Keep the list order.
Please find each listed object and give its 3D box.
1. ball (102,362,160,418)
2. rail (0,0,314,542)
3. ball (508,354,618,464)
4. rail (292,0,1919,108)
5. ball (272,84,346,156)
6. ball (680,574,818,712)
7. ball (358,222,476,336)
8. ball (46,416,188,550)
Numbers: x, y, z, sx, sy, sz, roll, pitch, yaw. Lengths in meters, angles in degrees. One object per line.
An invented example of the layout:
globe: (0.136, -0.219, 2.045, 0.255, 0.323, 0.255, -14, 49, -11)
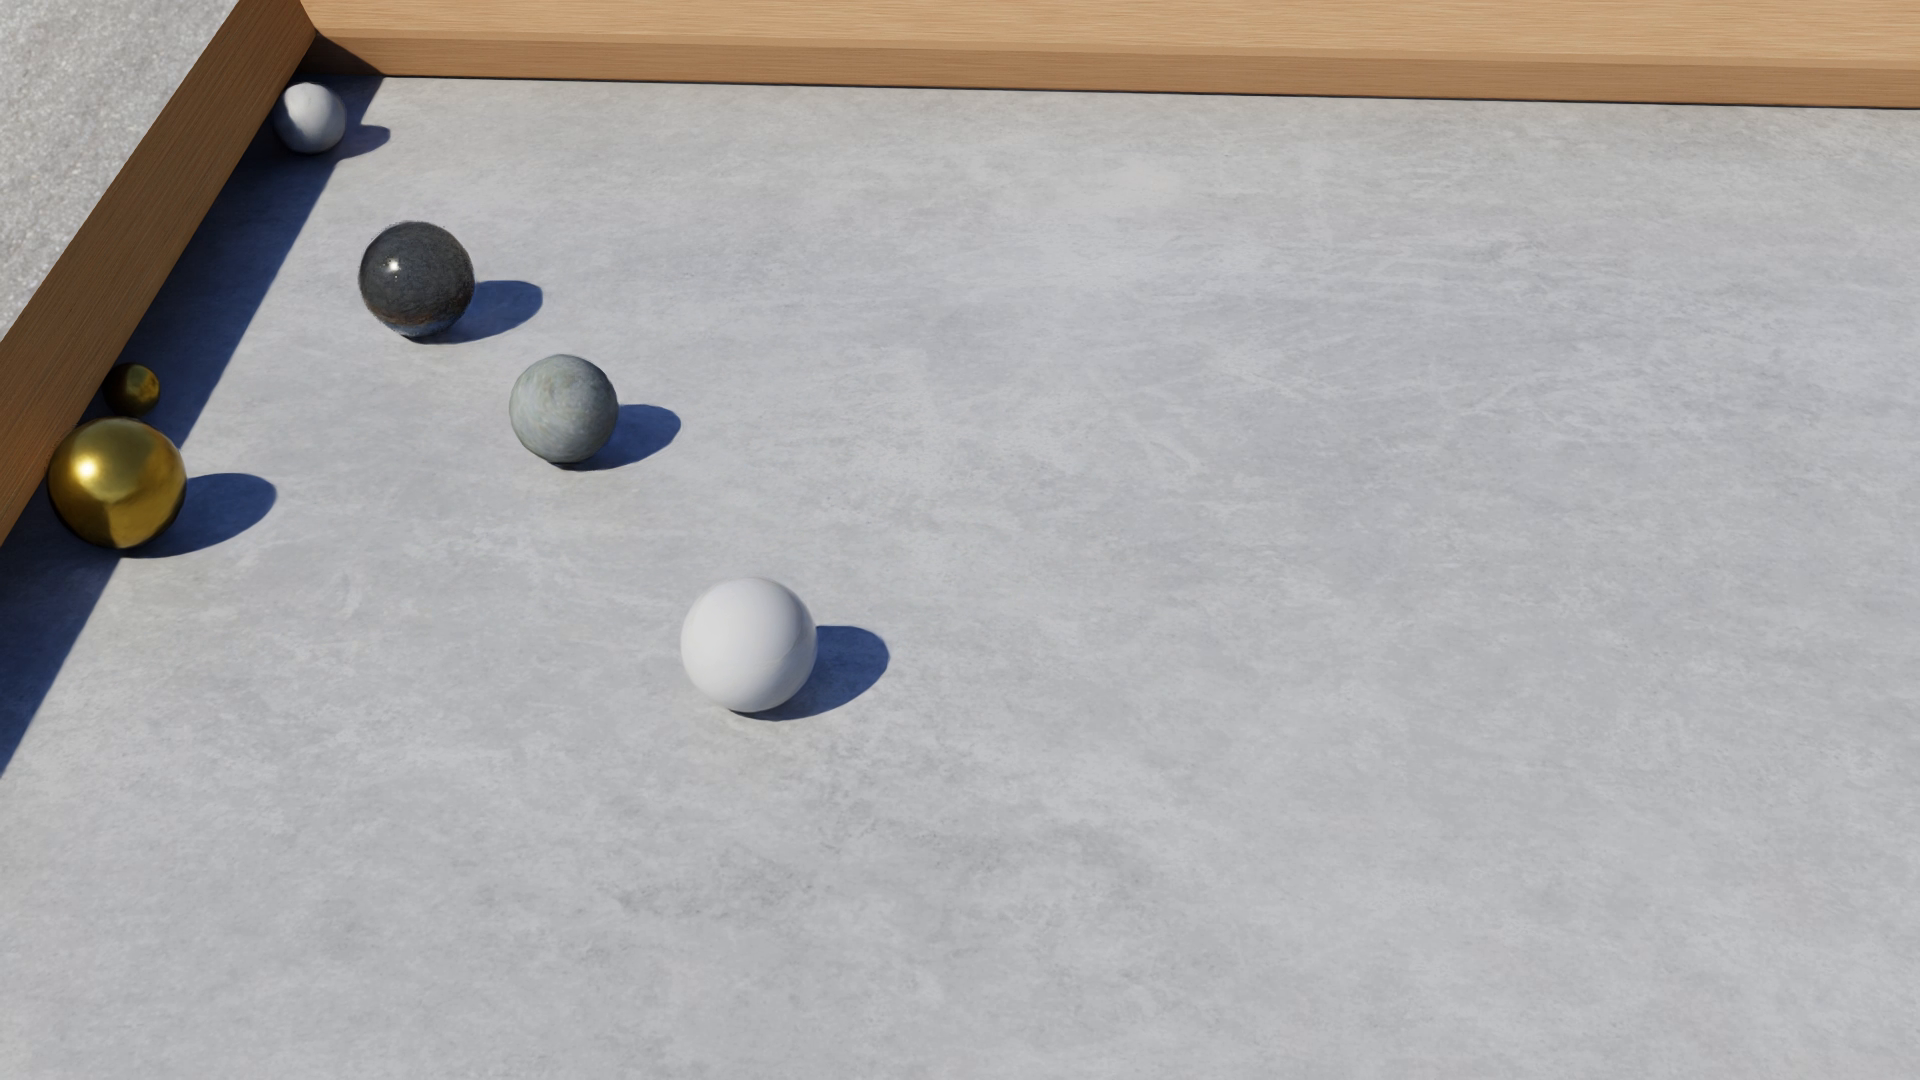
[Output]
ball: (-0.663, -0.120, 2.054, 0.045, 0.045, 0.045, 0, 35, 0)
rail: (-0.695, -0.044, 1.871, 0.045, 0.129, 1.683, 2, 35, 2)
ball: (-0.308, -0.102, 1.994, 0.084, 0.084, 0.084, 0, 35, 0)
rail: (0.760, -0.472, 2.482, 2.880, 0.129, 0.045, 2, 35, 2)
ball: (-0.618, -0.399, 2.432, 0.068, 0.068, 0.068, 0, 35, 0)
ball: (-0.143, 0.070, 1.741, 0.093, 0.093, 0.093, 0, 35, 0)
ball: (-0.455, -0.219, 2.151, 0.096, 0.096, 0.096, 0, 35, 0)
ball: (-0.623, -0.042, 1.897, 0.099, 0.099, 0.099, 0, 35, 0)
